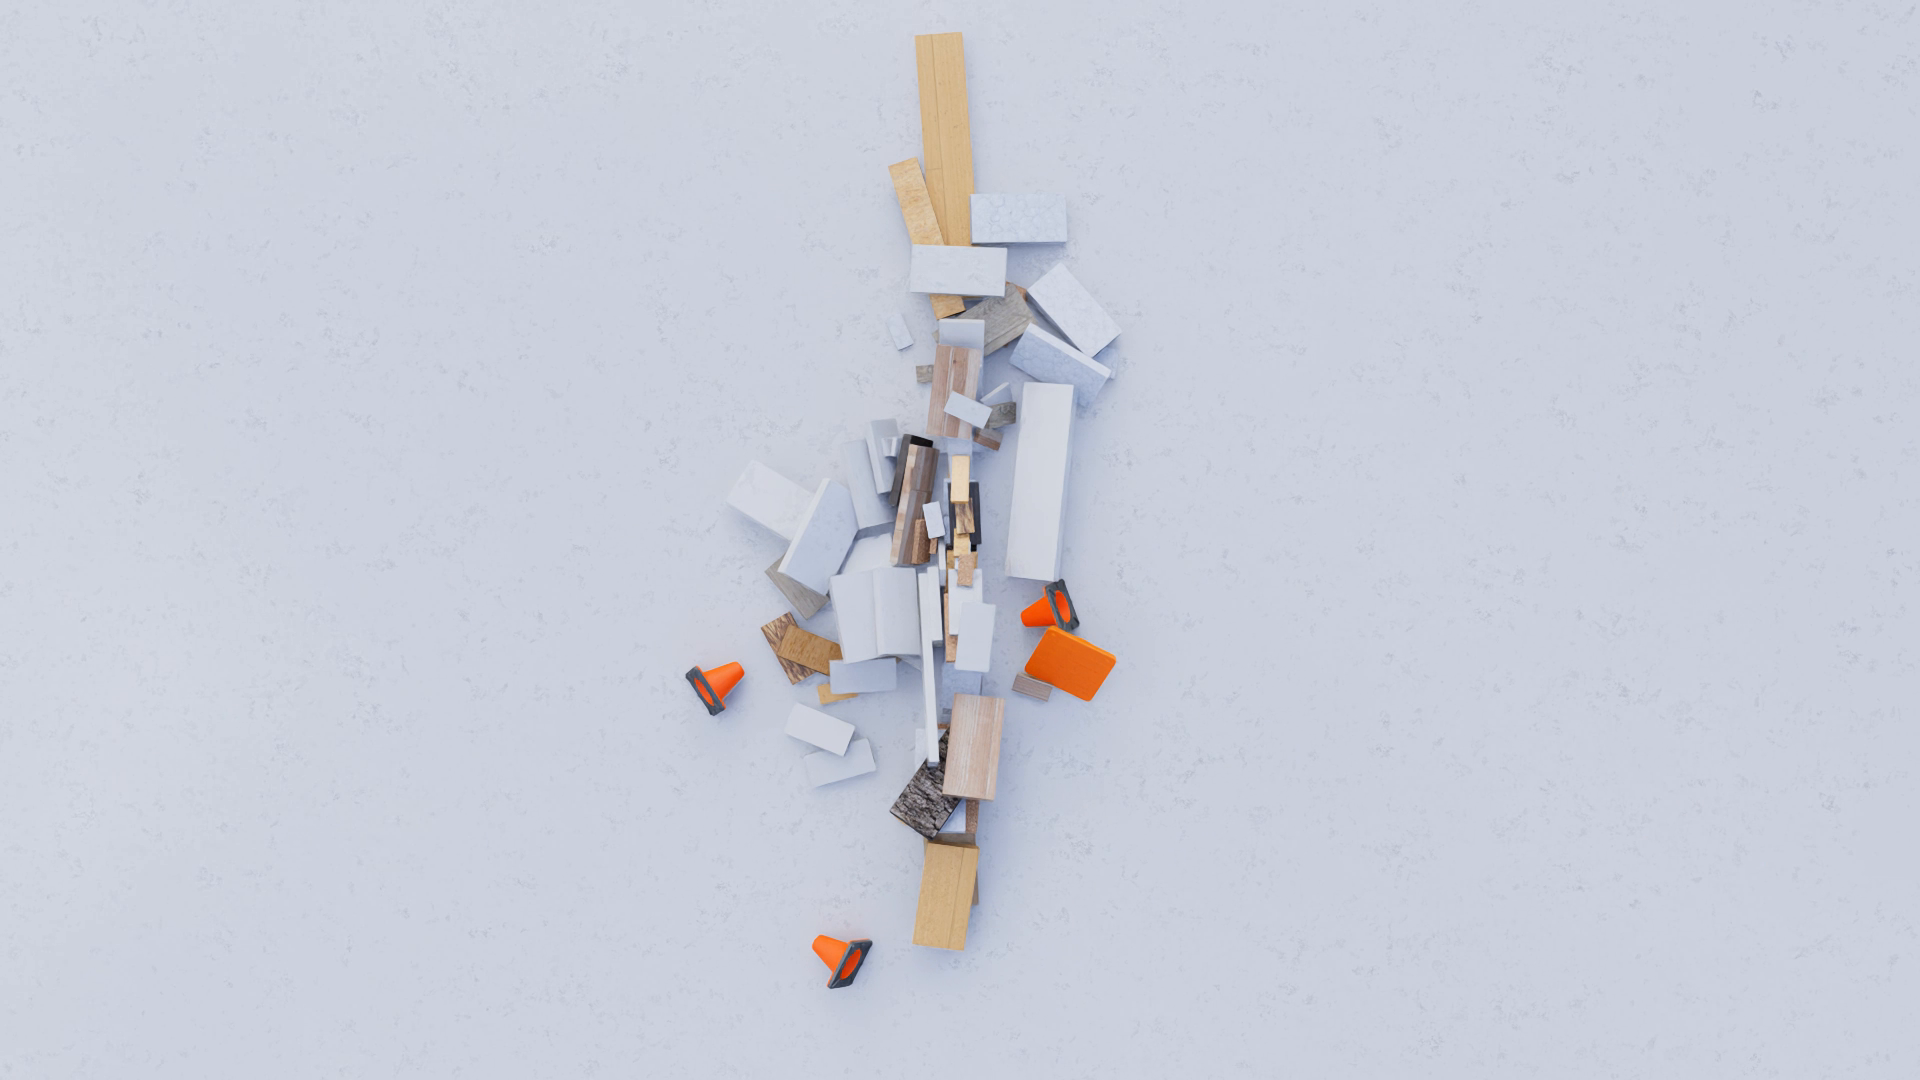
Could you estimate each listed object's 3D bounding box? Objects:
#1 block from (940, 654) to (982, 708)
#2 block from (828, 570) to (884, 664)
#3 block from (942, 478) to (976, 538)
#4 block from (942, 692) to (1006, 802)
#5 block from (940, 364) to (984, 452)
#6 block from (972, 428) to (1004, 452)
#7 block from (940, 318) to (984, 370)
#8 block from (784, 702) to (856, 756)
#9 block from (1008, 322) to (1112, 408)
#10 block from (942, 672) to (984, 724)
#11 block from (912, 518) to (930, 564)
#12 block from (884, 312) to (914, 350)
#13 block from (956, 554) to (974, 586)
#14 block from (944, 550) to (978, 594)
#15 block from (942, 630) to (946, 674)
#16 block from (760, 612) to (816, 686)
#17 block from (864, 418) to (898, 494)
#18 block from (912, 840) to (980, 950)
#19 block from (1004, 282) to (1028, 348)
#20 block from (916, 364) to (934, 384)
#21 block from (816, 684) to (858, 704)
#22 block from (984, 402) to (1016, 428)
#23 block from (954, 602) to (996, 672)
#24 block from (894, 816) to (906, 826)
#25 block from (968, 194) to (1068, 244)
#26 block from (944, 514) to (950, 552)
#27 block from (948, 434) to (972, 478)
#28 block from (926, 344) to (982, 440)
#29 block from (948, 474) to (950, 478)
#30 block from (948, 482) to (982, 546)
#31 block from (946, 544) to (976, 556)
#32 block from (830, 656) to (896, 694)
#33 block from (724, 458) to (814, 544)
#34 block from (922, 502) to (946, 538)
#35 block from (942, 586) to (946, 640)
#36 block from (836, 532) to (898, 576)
[{"bbox_3d":[0.008,0.431,5.390,0.125,0.035,0.249,6,103,-1],"label":"block"},{"bbox_3d":[-0.333,0.250,5.376,0.143,0.041,0.286,-10,84,-19],"label":"block"},{"bbox_3d":[-0.004,-0.102,5.447,0.103,0.029,0.205,1,112,0],"label":"block"},{"bbox_3d":[0.044,0.667,5.313,0.166,0.047,0.331,7,71,1],"label":"block"},{"bbox_3d":[0.003,-0.432,5.425,0.145,0.041,0.291,-1,113,0],"label":"block"},{"bbox_3d":[0.094,-0.338,5.448,0.017,0.121,0.060,19,90,40],"label":"block"},{"bbox_3d":[0.003,-0.577,5.409,0.145,0.041,0.291,1,113,-1],"label":"block"},{"bbox_3d":[-0.463,0.628,5.466,0.214,0.030,0.107,21,82,6],"label":"block"},{"bbox_3d":[0.327,-0.573,5.428,0.309,0.154,0.044,31,46,0],"label":"block"},{"bbox_3d":[0.010,0.492,5.448,0.125,0.035,0.249,4,106,0],"label":"block"},{"bbox_3d":[-0.123,0.003,5.453,0.021,0.072,0.145,12,101,36],"label":"block"},{"bbox_3d":[-0.202,-0.695,5.492,0.057,0.016,0.114,-24,90,0],"label":"block"},{"bbox_3d":[0.018,0.096,5.323,0.050,0.014,0.099,5,91,-2],"label":"block"},{"bbox_3d":[0.002,0.136,5.405,0.099,0.028,0.199,3,104,-1],"label":"block"},{"bbox_3d":[0.006,0.334,5.436,0.125,0.035,0.249,2,112,0],"label":"block"},{"bbox_3d":[-0.561,0.360,5.484,0.110,0.031,0.220,-29,90,0],"label":"block"},{"bbox_3d":[-0.242,-0.279,5.445,0.034,0.119,0.239,-12,90,42],"label":"block"},{"bbox_3d":[-0.047,1.166,5.418,0.171,0.048,0.342,8,94,-4],"label":"block"},{"bbox_3d":[0.150,-0.753,5.486,0.100,0.028,0.201,23,90,0],"label":"block"},{"bbox_3d":[-0.088,-0.555,5.492,0.114,0.016,0.057,-5,90,0],"label":"block"},{"bbox_3d":[-0.408,0.503,5.491,0.126,0.018,0.063,-12,90,0],"label":"block"},{"bbox_3d":[0.133,-0.412,5.432,0.020,0.141,0.071,13,109,38],"label":"block"},{"bbox_3d":[0.048,0.309,5.272,0.108,0.031,0.216,6,94,-3],"label":"block"},{"bbox_3d":[-0.166,0.892,5.484,0.054,0.015,0.109,40,99,0],"label":"block"},{"bbox_3d":[0.192,-1.060,5.453,0.317,0.045,0.158,-2,90,-9],"label":"block"},{"bbox_3d":[0.000,0.018,5.456,0.103,0.029,0.205,0,107,0],"label":"block"},{"bbox_3d":[0.001,-0.276,5.420,0.078,0.022,0.157,-2,101,0],"label":"block"},{"bbox_3d":[-0.021,-0.480,5.345,0.145,0.041,0.291,7,102,-2],"label":"block"},{"bbox_3d":[-0.002,-0.147,5.471,0.078,0.022,0.157,0,103,0],"label":"block"},{"bbox_3d":[0.015,-0.086,5.395,0.103,0.029,0.205,-3,98,0],"label":"block"},{"bbox_3d":[0.004,0.111,5.454,0.099,0.028,0.199,1,109,0],"label":"block"},{"bbox_3d":[-0.320,0.446,5.442,0.217,0.031,0.108,-3,100,-8],"label":"block"},{"bbox_3d":[-0.585,-0.106,5.455,0.344,0.049,0.172,31,76,0],"label":"block"},{"bbox_3d":[-0.084,-0.066,5.418,0.057,0.016,0.113,-12,86,13],"label":"block"},{"bbox_3d":[-0.010,0.247,5.462,0.099,0.028,0.199,-1,104,0],"label":"block"},{"bbox_3d":[-0.336,0.065,5.465,0.243,0.034,0.122,-13,75,1],"label":"block"}]
